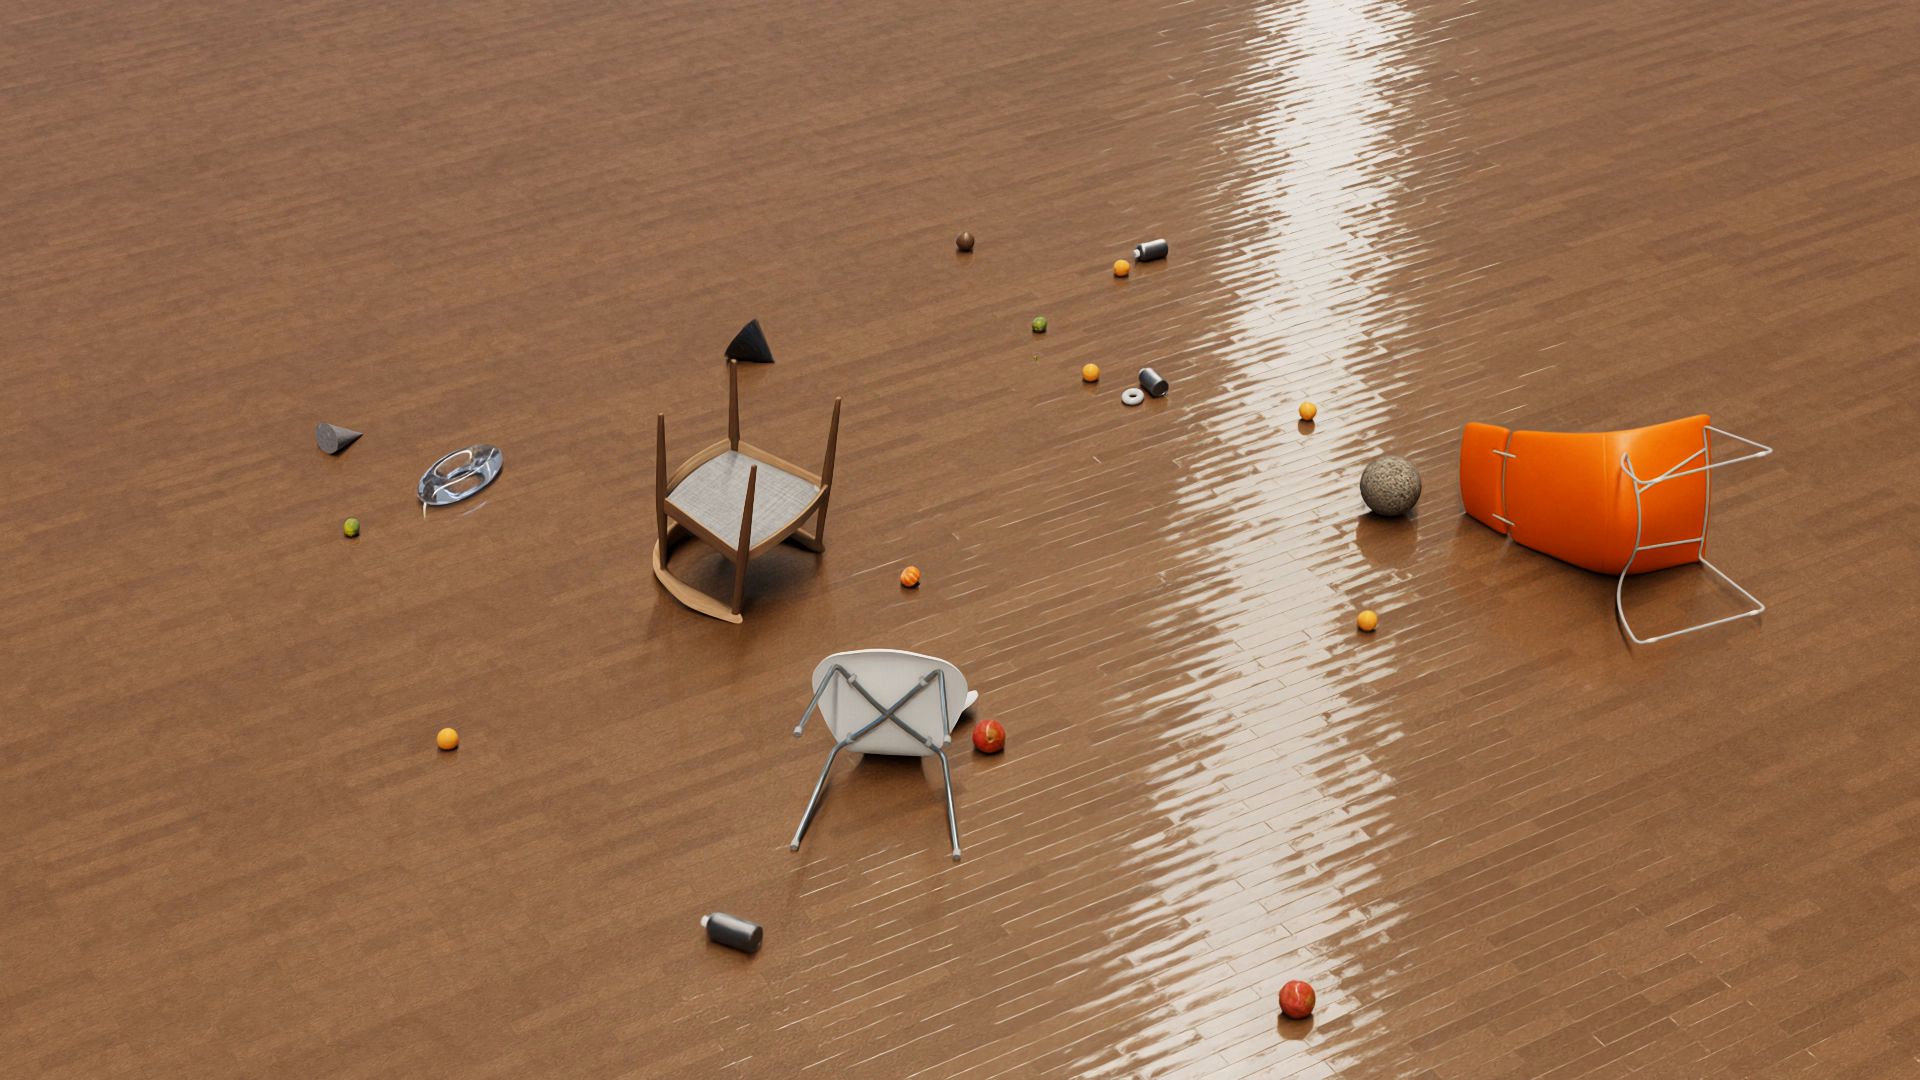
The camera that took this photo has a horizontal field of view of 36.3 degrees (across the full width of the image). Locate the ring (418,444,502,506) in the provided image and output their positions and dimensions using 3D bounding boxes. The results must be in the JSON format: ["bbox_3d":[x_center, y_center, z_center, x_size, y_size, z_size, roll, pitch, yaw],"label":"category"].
[{"bbox_3d":[-1.917,-0.253,11.251,0.220,0.088,0.426,21,39,27],"label":"ring"}]

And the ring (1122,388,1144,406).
[{"bbox_3d":[0.695,-0.576,11.793,0.089,0.029,0.116,9,34,15],"label":"ring"}]

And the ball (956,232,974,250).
[{"bbox_3d":[0.023,-1.311,12.859,0.083,0.083,0.083,0,33,0],"label":"ball"}]

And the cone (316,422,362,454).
[{"bbox_3d":[-2.414,-0.408,11.515,0.149,0.114,0.179,35,29,33],"label":"cone"}]

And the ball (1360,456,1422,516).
[{"bbox_3d":[1.623,-0.204,11.044,0.231,0.231,0.231,0,33,0],"label":"ball"}]

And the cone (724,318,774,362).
[{"bbox_3d":[-0.830,-0.782,12.055,0.176,0.188,0.251,38,29,3],"label":"cone"}]
